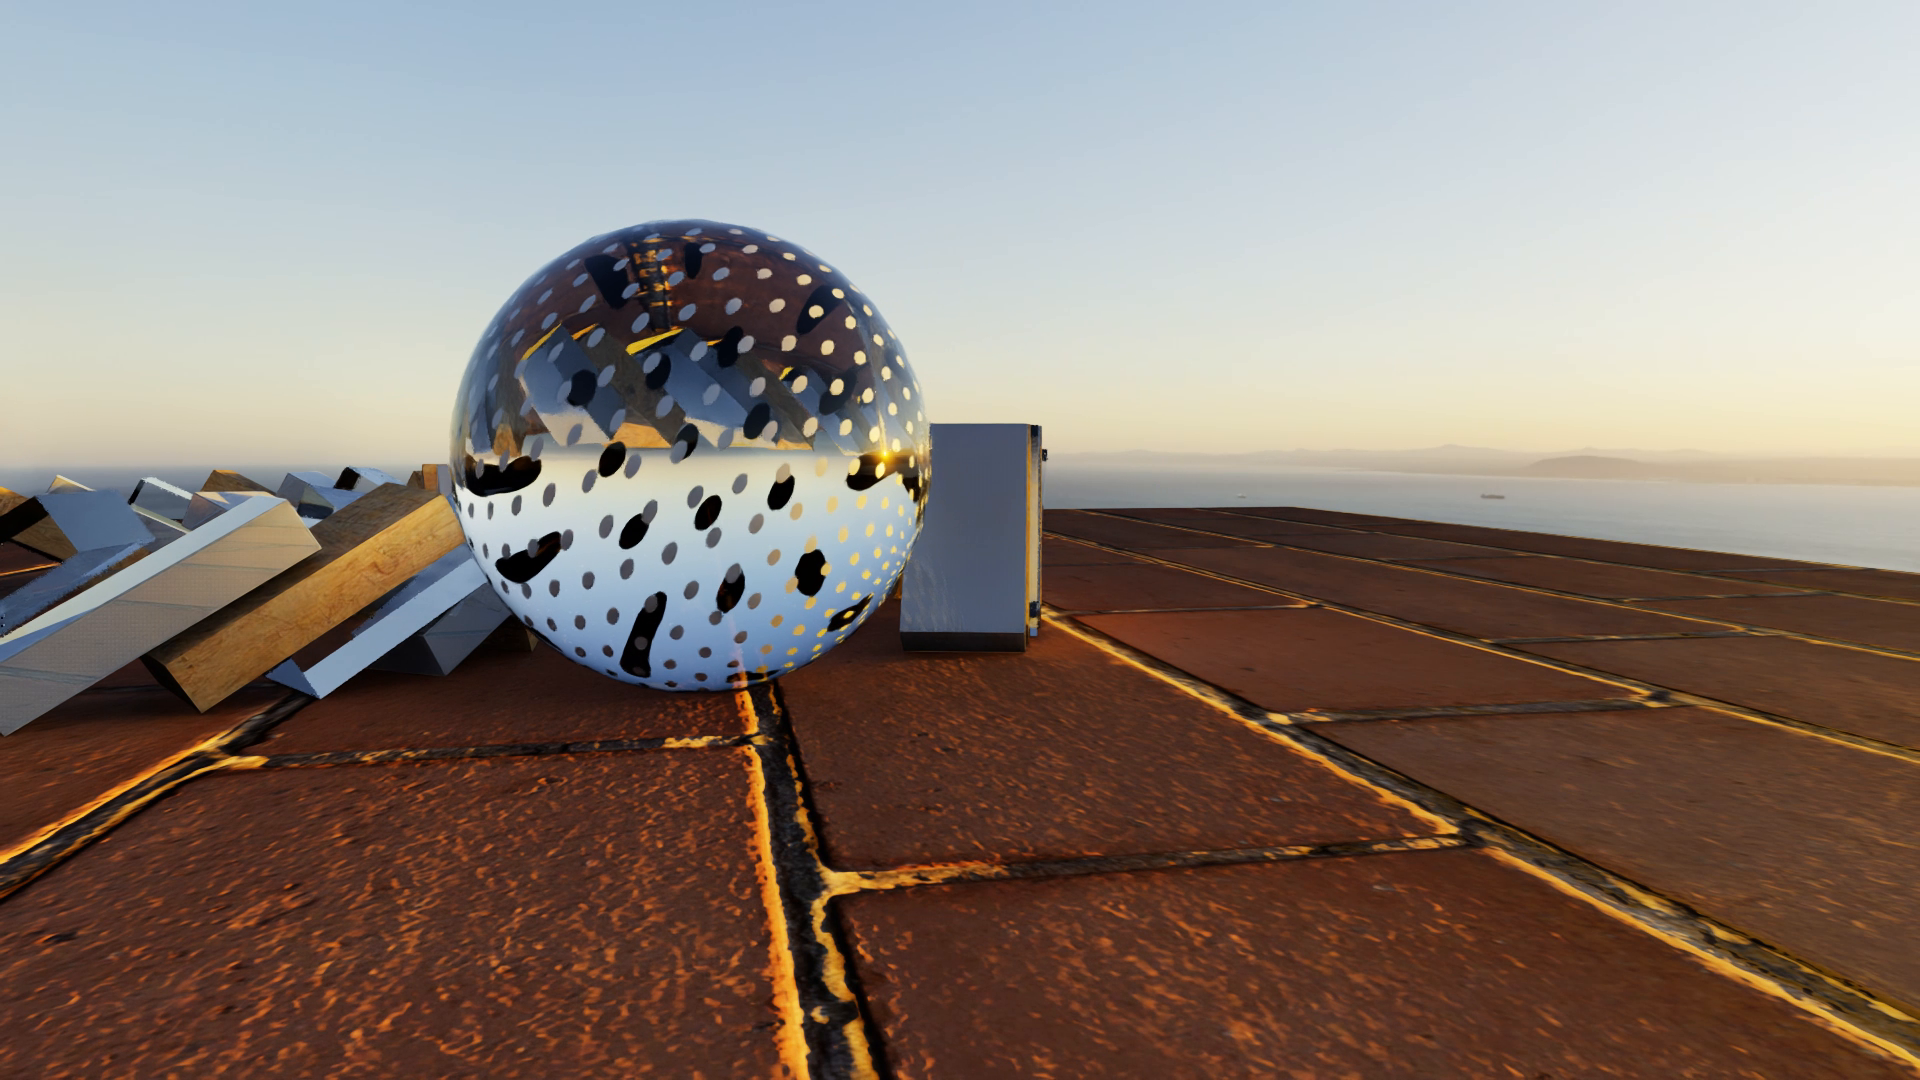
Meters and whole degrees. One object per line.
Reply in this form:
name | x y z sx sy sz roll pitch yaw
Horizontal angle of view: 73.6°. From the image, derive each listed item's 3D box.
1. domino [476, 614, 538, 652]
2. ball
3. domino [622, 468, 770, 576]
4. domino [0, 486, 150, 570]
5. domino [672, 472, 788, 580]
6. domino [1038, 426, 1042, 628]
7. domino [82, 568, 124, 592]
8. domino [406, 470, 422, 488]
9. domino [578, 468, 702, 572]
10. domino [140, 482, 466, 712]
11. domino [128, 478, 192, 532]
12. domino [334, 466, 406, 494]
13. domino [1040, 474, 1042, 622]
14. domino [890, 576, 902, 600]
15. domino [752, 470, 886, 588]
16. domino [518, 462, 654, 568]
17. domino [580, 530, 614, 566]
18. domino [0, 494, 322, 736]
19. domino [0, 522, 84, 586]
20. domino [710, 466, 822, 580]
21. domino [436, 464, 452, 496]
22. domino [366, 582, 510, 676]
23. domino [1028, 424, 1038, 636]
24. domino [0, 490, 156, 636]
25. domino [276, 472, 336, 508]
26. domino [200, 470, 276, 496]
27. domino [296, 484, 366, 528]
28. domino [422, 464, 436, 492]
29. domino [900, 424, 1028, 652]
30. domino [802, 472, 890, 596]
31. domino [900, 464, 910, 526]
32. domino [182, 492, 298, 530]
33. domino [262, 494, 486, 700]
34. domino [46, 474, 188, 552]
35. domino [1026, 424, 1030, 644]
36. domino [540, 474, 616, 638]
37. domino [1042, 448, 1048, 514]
domino | -0.097 0.003 0.281 0.025 0.009 0.050 4 37 5
ball | -0.045 -0.014 0.220 0.080 0.080 0.080 0 4 0
domino | -0.088 -0.007 0.432 0.050 0.010 0.025 38 23 27
domino | -0.277 -0.004 0.389 0.025 0.010 0.050 1 -26 47
domino | -0.070 -0.006 0.421 0.050 0.009 0.025 39 27 32
domino | 0.007 -0.004 0.304 0.025 0.050 0.009 0 -29 4
domino | -0.198 0.013 0.337 0.050 0.010 0.025 0 4 6
domino | -0.164 -0.008 0.446 0.050 0.009 0.025 31 7 3
domino | -0.107 -0.008 0.440 0.050 0.009 0.025 36 19 22
domino | -0.113 0.008 0.221 0.025 0.009 0.050 9 40 44
domino | -0.243 -0.005 0.421 0.050 0.009 0.025 28 -8 -24
domino | -0.187 -0.008 0.443 0.050 0.009 0.025 31 1 -3
domino | 0.008 -0.005 0.316 0.025 0.050 0.009 0 -29 4
domino | -0.014 -0.004 0.367 0.025 0.009 0.050 -1 41 -26
domino | -0.041 -0.004 0.397 0.025 0.009 0.050 -2 36 -42
domino | -0.129 -0.009 0.444 0.050 0.009 0.025 34 8 11
domino | -0.147 -0.009 0.444 0.050 0.010 0.025 34 7 4
domino | -0.132 0.010 0.207 0.050 0.009 0.025 -39 26 -30
domino | -0.288 -0.002 0.375 0.025 0.009 0.050 3 -25 43
domino | -0.056 -0.006 0.410 0.025 0.009 0.050 -2 36 -46
domino | -0.114 0.000 0.316 0.025 0.010 0.050 -1 40 -26
domino | -0.097 0.007 0.256 0.025 0.009 0.050 2 35 25
domino | 0.005 -0.003 0.293 0.025 0.050 0.009 0 -29 4
domino | -0.150 0.011 0.190 0.050 0.009 0.025 -34 9 -6
domino | -0.204 -0.007 0.440 0.050 0.009 0.025 29 1 -7
domino | -0.226 -0.007 0.432 0.050 0.009 0.025 30 -7 -17
domino | -0.151 0.001 0.342 0.050 0.009 0.025 29 9 30
domino | -0.123 -0.001 0.330 0.025 0.009 0.050 -2 40 -27
domino | 0.002 -0.001 0.271 0.025 0.050 0.009 0 -29 4
domino | -0.025 -0.003 0.382 0.025 0.010 0.050 -3 35 -31
domino | -0.001 -0.002 0.350 0.025 0.010 0.050 -1 39 -9
domino | -0.173 0.002 0.337 0.050 0.009 0.025 26 7 9
domino | -0.103 0.008 0.235 0.025 0.010 0.050 6 38 42
domino | -0.261 -0.004 0.406 0.050 0.009 0.025 32 -14 -32
domino | 0.003 -0.002 0.282 0.025 0.050 0.009 0 -29 4
domino | -0.099 0.003 0.298 0.025 0.009 0.050 1 37 1
domino | 0.008 -0.004 0.333 0.025 0.009 0.050 4 48 5
